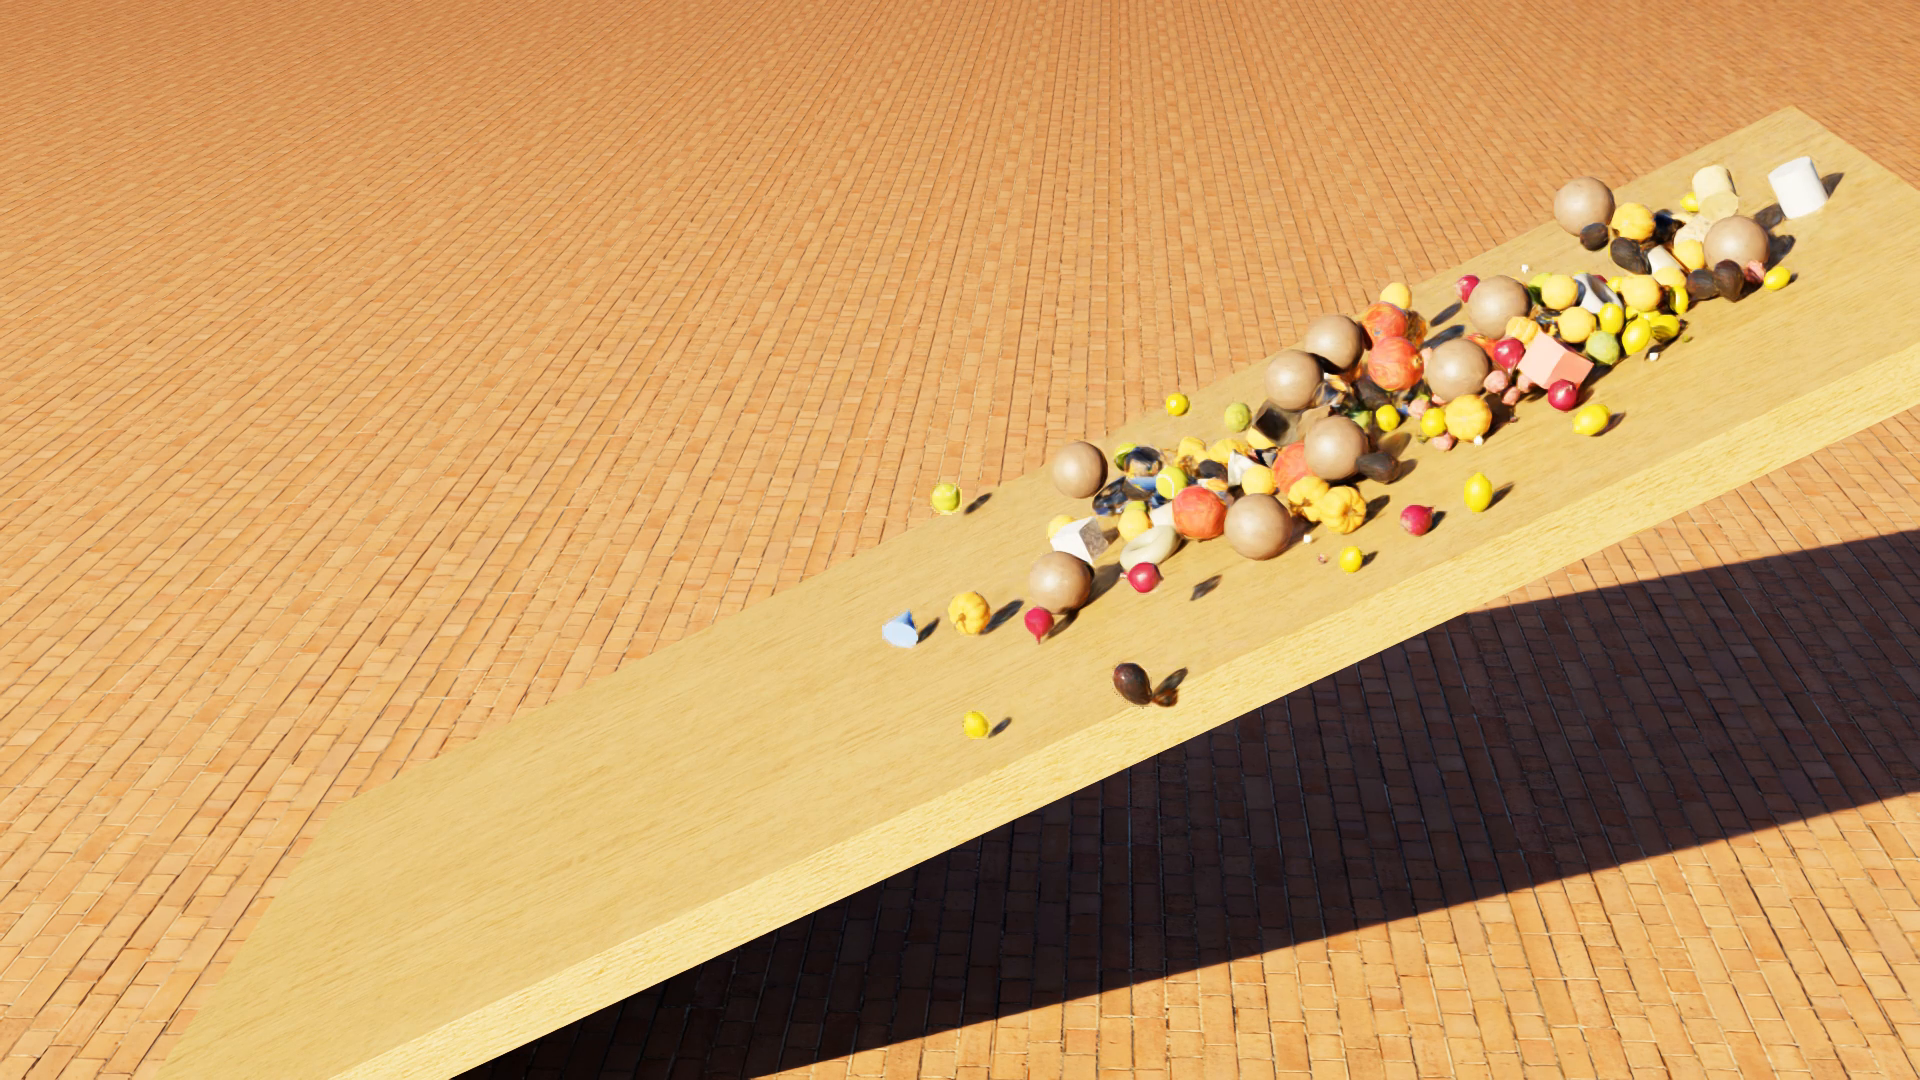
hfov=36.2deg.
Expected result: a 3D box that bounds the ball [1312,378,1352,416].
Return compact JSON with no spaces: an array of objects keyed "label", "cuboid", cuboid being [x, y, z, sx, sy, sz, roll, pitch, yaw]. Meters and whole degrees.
[{"label":"ball","cuboid":[0.769,-0.293,6.077,0.081,0.081,0.081,0,17,0]}]

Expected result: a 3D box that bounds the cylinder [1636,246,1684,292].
[{"label":"cylinder","cuboid":[1.426,-0.552,5.986,0.069,0.069,0.069,48,37,16]}]

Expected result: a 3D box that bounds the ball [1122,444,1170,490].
[{"label":"ball","cuboid":[0.397,-0.154,6.259,0.099,0.099,0.099,0,17,0]}]

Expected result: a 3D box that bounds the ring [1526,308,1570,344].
[{"label":"ring","cuboid":[1.168,-0.418,5.845,0.087,0.087,0.029,3,3,11]}]

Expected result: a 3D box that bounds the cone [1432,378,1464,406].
[{"label":"cone","cuboid":[1.006,-0.296,6.013,0.062,0.062,0.062,18,24,37]}]

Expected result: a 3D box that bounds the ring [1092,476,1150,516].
[{"label":"ring","cuboid":[0.358,-0.100,6.512,0.145,0.048,0.145,-30,12,7]}]

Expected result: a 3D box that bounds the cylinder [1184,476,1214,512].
[{"label":"cylinder","cuboid":[0.499,-0.098,6.168,0.062,0.062,0.062,1,-16,3]}]

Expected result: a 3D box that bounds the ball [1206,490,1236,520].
[{"label":"ball","cuboid":[0.536,-0.071,6.039,0.060,0.060,0.060,0,17,0]}]

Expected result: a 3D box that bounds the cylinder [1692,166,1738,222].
[{"label":"cylinder","cuboid":[1.518,-0.697,5.913,0.079,0.079,0.079,0,47,-1]}]

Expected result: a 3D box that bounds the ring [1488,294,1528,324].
[{"label":"ring","cuboid":[1.129,-0.475,6.061,0.088,0.029,0.088,15,32,-9]}]

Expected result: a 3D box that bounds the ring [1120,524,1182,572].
[{"label":"ring","cuboid":[0.390,0.017,6.030,0.140,0.047,0.140,-29,15,9]}]

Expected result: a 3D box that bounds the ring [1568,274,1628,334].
[{"label":"ring","cuboid":[1.277,-0.474,5.890,0.146,0.049,0.146,31,32,-23]}]

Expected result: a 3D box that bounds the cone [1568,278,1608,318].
[{"label":"cone","cuboid":[1.270,-0.474,6.005,0.096,0.096,0.096,-11,-12,-33]}]

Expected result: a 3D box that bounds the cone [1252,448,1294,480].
[{"label":"cone","cuboid":[0.663,-0.175,6.125,0.080,0.080,0.080,-28,16,5]}]

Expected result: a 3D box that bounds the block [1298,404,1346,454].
[{"label":"block","cuboid":[0.728,-0.221,5.913,0.064,0.064,0.064,-13,45,37]}]

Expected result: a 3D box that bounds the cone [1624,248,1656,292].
[{"label":"cone","cuboid":[1.418,-0.537,6.046,0.087,0.087,0.087,-1,51,-5]}]

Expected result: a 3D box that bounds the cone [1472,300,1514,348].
[{"label":"cone","cuboid":[1.116,-0.440,6.215,0.095,0.095,0.095,8,55,24]}]

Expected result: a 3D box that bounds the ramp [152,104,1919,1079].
[{"label":"ramp","cuboid":[0.140,0.168,6.281,4.000,0.100,2.000,-26,14,10]}]

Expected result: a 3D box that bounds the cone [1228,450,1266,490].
[{"label":"cone","cuboid":[0.616,-0.145,6.198,0.087,0.087,0.087,5,18,16]}]

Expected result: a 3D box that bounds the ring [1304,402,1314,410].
[{"label":"ring","cuboid":[0.789,-0.286,6.387,0.098,0.033,0.098,-26,11,6]}]

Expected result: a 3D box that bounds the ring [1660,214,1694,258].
[{"label":"ring","cuboid":[1.511,-0.638,6.160,0.094,0.094,0.031,13,3,36]}]

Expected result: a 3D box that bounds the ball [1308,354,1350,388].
[{"label":"ball","cuboid":[0.817,-0.368,6.509,0.090,0.090,0.090,0,17,0]}]

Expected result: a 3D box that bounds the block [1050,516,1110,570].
[{"label":"block","cuboid":[0.255,0.008,6.265,0.076,0.076,0.076,-17,18,39]}]

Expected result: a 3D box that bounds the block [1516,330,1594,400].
[{"label":"block","cuboid":[1.142,-0.334,5.642,0.085,0.085,0.085,20,18,-36]}]

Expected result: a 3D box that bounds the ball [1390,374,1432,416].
[{"label":"ball","cuboid":[0.928,-0.297,6.046,0.086,0.086,0.086,0,17,0]}]

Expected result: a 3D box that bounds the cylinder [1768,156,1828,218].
[{"label":"cylinder","cuboid":[1.722,-0.724,6.041,0.092,0.092,0.092,-26,14,7]}]

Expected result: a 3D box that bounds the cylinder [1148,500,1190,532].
[{"label":"cylinder","cuboid":[0.436,-0.042,6.119,0.065,0.065,0.065,-27,16,5]}]

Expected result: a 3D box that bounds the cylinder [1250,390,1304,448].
[{"label":"cylinder","cuboid":[0.685,-0.251,6.258,0.096,0.096,0.096,36,17,-6]}]

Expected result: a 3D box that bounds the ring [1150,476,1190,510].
[{"label":"ring","cuboid":[0.463,-0.099,6.325,0.123,0.041,0.123,-26,15,7]}]
